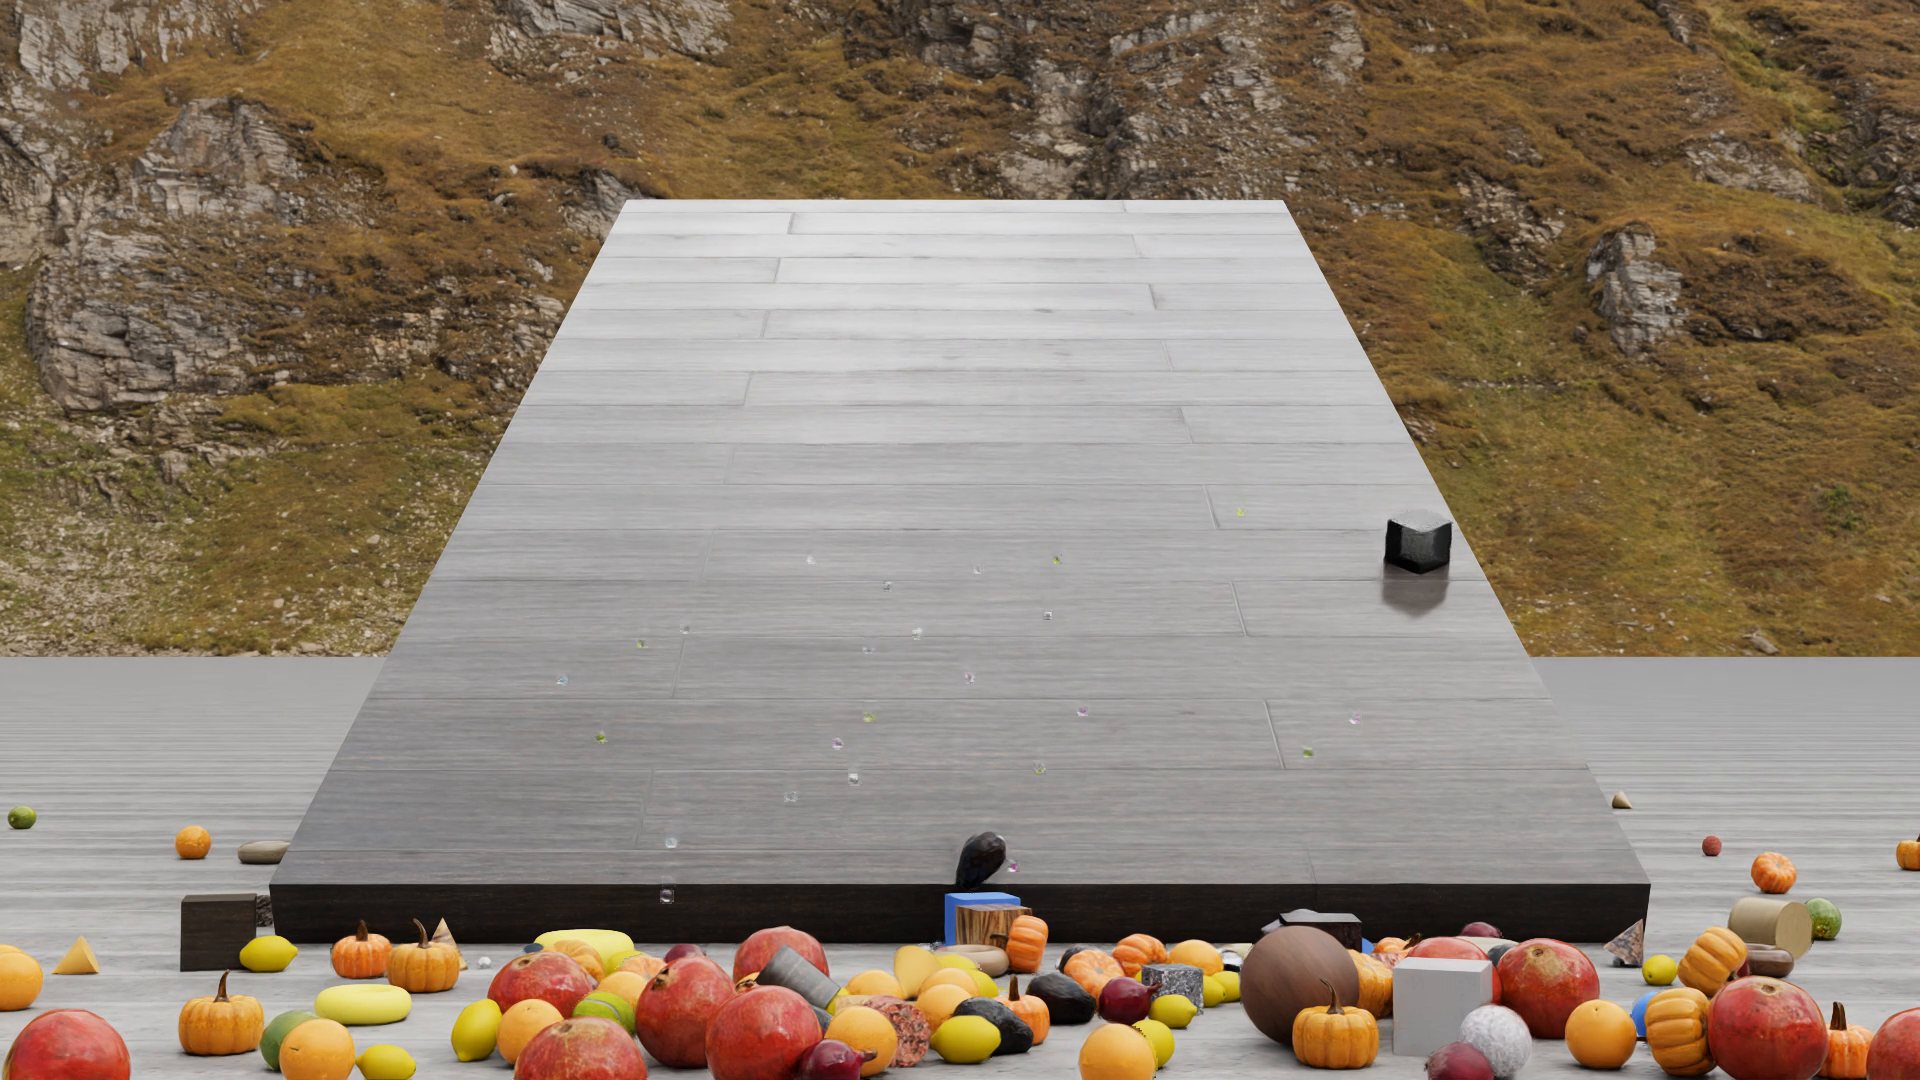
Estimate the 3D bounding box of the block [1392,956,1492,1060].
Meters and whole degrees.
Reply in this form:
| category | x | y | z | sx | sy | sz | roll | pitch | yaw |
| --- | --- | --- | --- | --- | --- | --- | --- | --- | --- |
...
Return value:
| category | x | y | z | sx | sy | sz | roll | pitch | yaw |
| --- | --- | --- | --- | --- | --- | --- | --- | --- | --- |
| block | 0.518 | 0.501 | 2.468 | 0.092 | 0.092 | 0.092 | -1 | -3 | 20 |

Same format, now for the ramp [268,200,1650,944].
| category | x | y | z | sx | sy | sz | roll | pitch | yaw |
| --- | --- | --- | --- | --- | --- | --- | --- | --- | --- |
| ramp | -0.007 | -0.224 | 5.200 | 2.000 | 0.100 | 4.000 | 0 | 23 | 0 |

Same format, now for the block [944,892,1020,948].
| category | x | y | z | sx | sy | sz | roll | pitch | yaw |
| --- | --- | --- | --- | --- | --- | --- | --- | --- | --- |
| block | 0.031 | 0.541 | 3.231 | 0.084 | 0.084 | 0.084 | 1 | -3 | -18 |

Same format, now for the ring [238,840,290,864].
| category | x | y | z | sx | sy | sz | roll | pitch | yaw |
| --- | --- | --- | --- | --- | --- | --- | --- | --- | --- |
| ring | -1.397 | 0.632 | 4.663 | 0.123 | 0.041 | 0.123 | -1 | -3 | 0 |

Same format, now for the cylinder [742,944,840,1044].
| category | x | y | z | sx | sy | sz | roll | pitch | yaw |
| --- | --- | --- | --- | --- | --- | --- | --- | --- | --- |
| cylinder | -0.183 | 0.494 | 2.510 | 0.077 | 0.077 | 0.077 | 37 | 2 | 7 |

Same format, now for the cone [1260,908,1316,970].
| category | x | y | z | sx | sy | sz | roll | pitch | yaw |
| --- | --- | --- | --- | --- | --- | --- | --- | --- | --- |
| cone | 0.415 | 0.514 | 2.989 | 0.092 | 0.092 | 0.092 | -3 | -20 | 43 |

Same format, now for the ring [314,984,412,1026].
| category | x | y | z | sx | sy | sz | roll | pitch | yaw |
| --- | --- | --- | --- | --- | --- | --- | --- | --- | --- |
| ring | -0.692 | 0.538 | 2.671 | 0.110 | 0.037 | 0.110 | 1 | -3 | 0 |

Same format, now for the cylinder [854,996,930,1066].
| category | x | y | z | sx | sy | sz | roll | pitch | yaw |
| --- | --- | --- | --- | --- | --- | --- | --- | --- | --- |
| cylinder | -0.070 | 0.510 | 2.397 | 0.066 | 0.066 | 0.066 | 1 | -5 | -16 |

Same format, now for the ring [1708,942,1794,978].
| category | x | y | z | sx | sy | sz | roll | pitch | yaw |
| --- | --- | --- | --- | --- | --- | --- | --- | --- | --- |
| ring | 1.047 | 0.557 | 3.052 | 0.109 | 0.036 | 0.109 | 1 | -2 | 0 |

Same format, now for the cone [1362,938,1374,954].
| category | x | y | z | sx | sy | sz | roll | pitch | yaw |
| --- | --- | --- | --- | --- | --- | --- | --- | --- | --- |
| cone | 0.534 | 0.563 | 3.063 | 0.054 | 0.054 | 0.054 | -2 | -30 | 30 |

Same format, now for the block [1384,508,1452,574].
| category | x | y | z | sx | sy | sz | roll | pitch | yaw |
| --- | --- | --- | --- | --- | --- | --- | --- | --- | --- |
| block | 0.878 | 0.003 | 4.415 | 0.087 | 0.087 | 0.087 | -18 | 29 | -37 |

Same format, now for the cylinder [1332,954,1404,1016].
| category | x | y | z | sx | sy | sz | roll | pitch | yaw |
| --- | --- | --- | --- | --- | --- | --- | --- | --- | --- |
| cylinder | 0.482 | 0.522 | 2.704 | 0.072 | 0.072 | 0.072 | 0 | -3 | -8 |

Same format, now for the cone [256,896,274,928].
| category | x | y | z | sx | sy | sz | roll | pitch | yaw |
| --- | --- | --- | --- | --- | --- | --- | --- | --- | --- |
| cone | -1.087 | 0.589 | 3.602 | 0.053 | 0.053 | 0.053 | 1 | -29 | -12 |

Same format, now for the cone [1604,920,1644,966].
| category | x | y | z | sx | sy | sz | roll | pitch | yaw |
| --- | --- | --- | --- | --- | --- | --- | --- | --- | --- |
| cone | 0.914 | 0.539 | 3.128 | 0.058 | 0.058 | 0.058 | 24 | 6 | -3 |

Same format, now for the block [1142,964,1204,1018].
| category | x | y | z | sx | sy | sz | roll | pitch | yaw |
| --- | --- | --- | --- | --- | --- | --- | --- | --- | --- |
| block | 0.250 | 0.532 | 2.720 | 0.054 | 0.054 | 0.054 | 1 | -3 | -22 |

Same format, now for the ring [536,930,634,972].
| category | x | y | z | sx | sy | sz | roll | pitch | yaw |
| --- | --- | --- | --- | --- | --- | --- | --- | --- | --- |
| ring | -0.511 | 0.556 | 3.123 | 0.138 | 0.046 | 0.138 | 0 | -4 | 0 |

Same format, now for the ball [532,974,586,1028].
| category | x | y | z | sx | sy | sz | roll | pitch | yaw |
| --- | --- | --- | --- | --- | --- | --- | --- | --- | --- |
| ball | -0.455 | 0.524 | 2.617 | 0.059 | 0.059 | 0.059 | 0 | -3 | 0 |

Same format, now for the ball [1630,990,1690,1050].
| category | x | y | z | sx | sy | sz | roll | pitch | yaw |
| --- | --- | --- | --- | --- | --- | --- | --- | --- | --- |
| ball | 0.753 | 0.516 | 2.478 | 0.062 | 0.062 | 0.062 | 0 | -3 | 0 |

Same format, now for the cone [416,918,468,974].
| category | x | y | z | sx | sy | sz | roll | pitch | yaw |
| --- | --- | --- | --- | --- | --- | --- | --- | --- | --- |
| cone | -0.695 | 0.542 | 3.096 | 0.070 | 0.070 | 0.070 | 0 | -3 | 0 |

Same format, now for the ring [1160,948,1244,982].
| category | x | y | z | sx | sy | sz | roll | pitch | yaw |
| --- | --- | --- | --- | --- | --- | --- | --- | --- | --- |
| ring | 0.317 | 0.555 | 3.016 | 0.108 | 0.036 | 0.108 | 1 | -4 | 0 |

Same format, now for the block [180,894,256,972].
| category | x | y | z | sx | sy | sz | roll | pitch | yaw |
| --- | --- | --- | --- | --- | --- | --- | --- | --- | --- |
| block | -1.005 | 0.532 | 3.126 | 0.093 | 0.093 | 0.093 | 1 | -3 | -14 |

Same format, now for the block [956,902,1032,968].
| category | x | y | z | sx | sy | sz | roll | pitch | yaw |
| --- | --- | --- | --- | --- | --- | --- | --- | --- | --- |
| block | 0.046 | 0.540 | 3.146 | 0.078 | 0.078 | 0.078 | 1 | -3 | -26 |

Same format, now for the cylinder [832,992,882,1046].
| category | x | y | z | sx | sy | sz | roll | pitch | yaw |
| --- | --- | --- | --- | --- | --- | --- | --- | --- | --- |
| cylinder | -0.109 | 0.522 | 2.505 | 0.053 | 0.053 | 0.053 | -7 | -2 | -5 |

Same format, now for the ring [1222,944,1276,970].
| category | x | y | z | sx | sy | sz | roll | pitch | yaw |
| --- | --- | --- | --- | --- | --- | --- | --- | --- | --- |
| ring | 0.390 | 0.563 | 3.109 | 0.090 | 0.030 | 0.090 | 0 | -4 | 0 |

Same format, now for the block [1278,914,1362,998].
| category | x | y | z | sx | sy | sz | roll | pitch | yaw |
| --- | --- | --- | --- | --- | --- | --- | --- | --- | --- |
| block | 0.451 | 0.520 | 2.891 | 0.093 | 0.093 | 0.093 | 0 | -3 | 2 |

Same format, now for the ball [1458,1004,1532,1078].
| category | x | y | z | sx | sy | sz | roll | pitch | yaw |
| --- | --- | --- | --- | --- | --- | --- | --- | --- | --- |
| ball | 0.537 | 0.503 | 2.316 | 0.072 | 0.072 | 0.072 | 0 | -3 | 0 |

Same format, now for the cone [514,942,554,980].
| category | x | y | z | sx | sy | sz | roll | pitch | yaw |
| --- | --- | --- | --- | --- | --- | --- | --- | --- | --- |
| cone | -0.548 | 0.562 | 3.024 | 0.051 | 0.051 | 0.051 | -2 | -30 | 32 |

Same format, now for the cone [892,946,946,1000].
| category | x | y | z | sx | sy | sz | roll | pitch | yaw |
| --- | --- | --- | --- | --- | --- | --- | --- | --- | --- |
| cone | -0.066 | 0.547 | 2.824 | 0.072 | 0.072 | 0.072 | -2 | 23 | 31 |

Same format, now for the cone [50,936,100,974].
| category | x | y | z | sx | sy | sz | roll | pitch | yaw |
| --- | --- | --- | --- | --- | --- | --- | --- | --- | --- |
| cone | -1.179 | 0.562 | 3.053 | 0.056 | 0.056 | 0.056 | -27 | 4 | -14 |

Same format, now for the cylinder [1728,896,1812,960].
| category | x | y | z | sx | sy | sz | roll | pitch | yaw |
| --- | --- | --- | --- | --- | --- | --- | --- | --- | --- |
| cylinder | 1.134 | 0.543 | 3.226 | 0.080 | 0.080 | 0.080 | 2 | -3 | -32 |

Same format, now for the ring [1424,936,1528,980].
| category | x | y | z | sx | sy | sz | roll | pitch | yaw |
| --- | --- | --- | --- | --- | --- | --- | --- | --- | --- |
| ring | 0.682 | 0.552 | 3.046 | 0.136 | 0.045 | 0.136 | 1 | -4 | 0 |

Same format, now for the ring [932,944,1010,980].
| category | x | y | z | sx | sy | sz | roll | pitch | yaw |
| --- | --- | --- | --- | --- | --- | --- | --- | --- | --- |
| ring | 0.012 | 0.556 | 3.040 | 0.106 | 0.035 | 0.106 | -1 | -2 | 0 |
